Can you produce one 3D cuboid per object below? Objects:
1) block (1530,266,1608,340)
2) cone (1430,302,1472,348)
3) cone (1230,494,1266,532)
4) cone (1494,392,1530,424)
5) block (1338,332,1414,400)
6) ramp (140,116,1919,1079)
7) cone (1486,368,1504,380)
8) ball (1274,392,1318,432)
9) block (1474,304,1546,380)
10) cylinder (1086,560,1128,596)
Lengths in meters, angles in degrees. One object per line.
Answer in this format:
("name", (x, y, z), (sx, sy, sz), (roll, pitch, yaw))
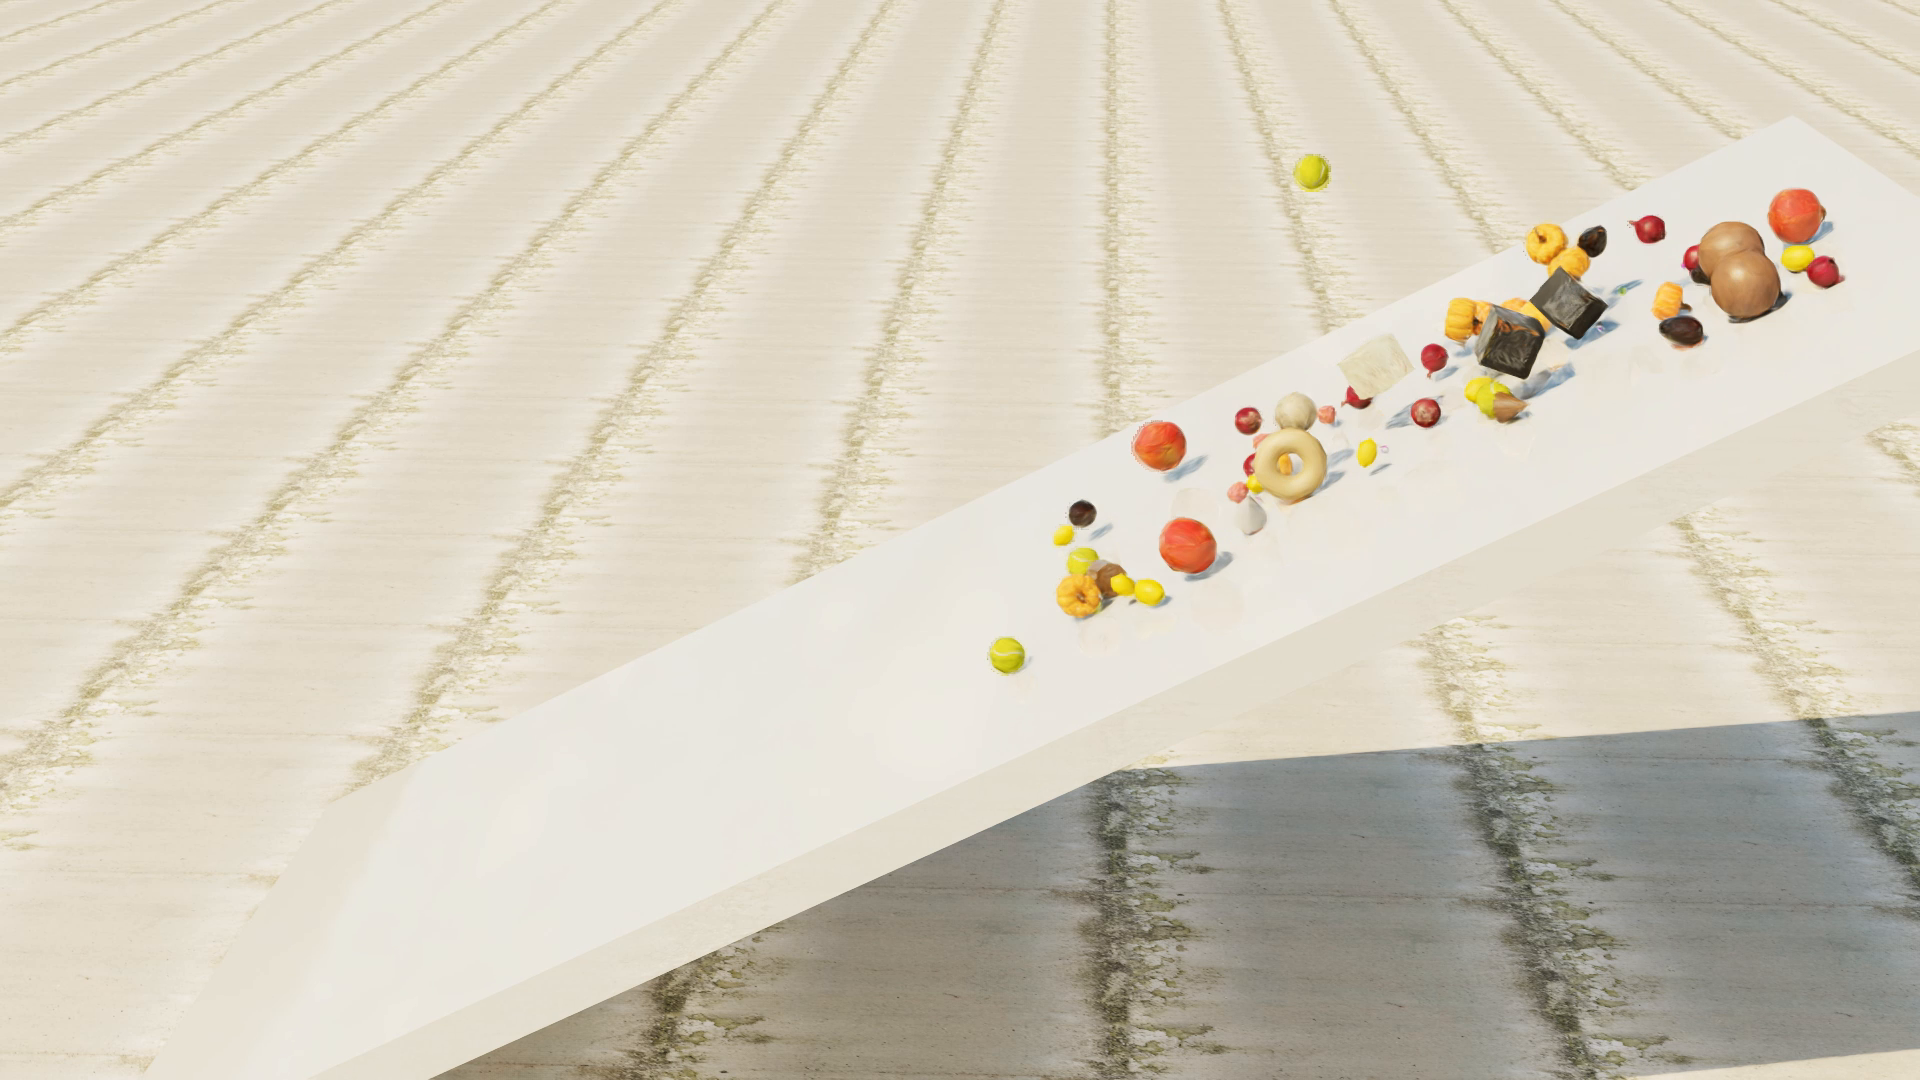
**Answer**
("block", (1.236, -0.481, 5.967), (0.092, 0.092, 0.092), (21, 25, -46))
("cone", (1.070, -0.473, 6.308), (0.093, 0.093, 0.093), (32, 8, -5))
("cone", (0.574, -0.068, 5.856), (0.074, 0.074, 0.074), (-3, 51, 3))
("cone", (1.080, -0.260, 5.712), (0.064, 0.064, 0.064), (-4, 10, 42))
("block", (0.850, -0.355, 6.010), (0.091, 0.091, 0.091), (-37, 8, -27))
("ramp", (0.139, 0.168, 6.281), (4.000, 0.100, 2.000), (-25, 14, 10))
("cone", (1.135, -0.372, 6.073), (0.079, 0.079, 0.079), (-2, 17, -7))
("ball", (0.682, -0.257, 5.969), (0.086, 0.086, 0.086), (0, 17, 0))
("block", (1.081, -0.390, 5.788), (0.099, 0.099, 0.099), (18, 22, -4))
("cylinder", (0.296, 0.076, 5.952), (0.067, 0.067, 0.067), (-5, 8, -15))
